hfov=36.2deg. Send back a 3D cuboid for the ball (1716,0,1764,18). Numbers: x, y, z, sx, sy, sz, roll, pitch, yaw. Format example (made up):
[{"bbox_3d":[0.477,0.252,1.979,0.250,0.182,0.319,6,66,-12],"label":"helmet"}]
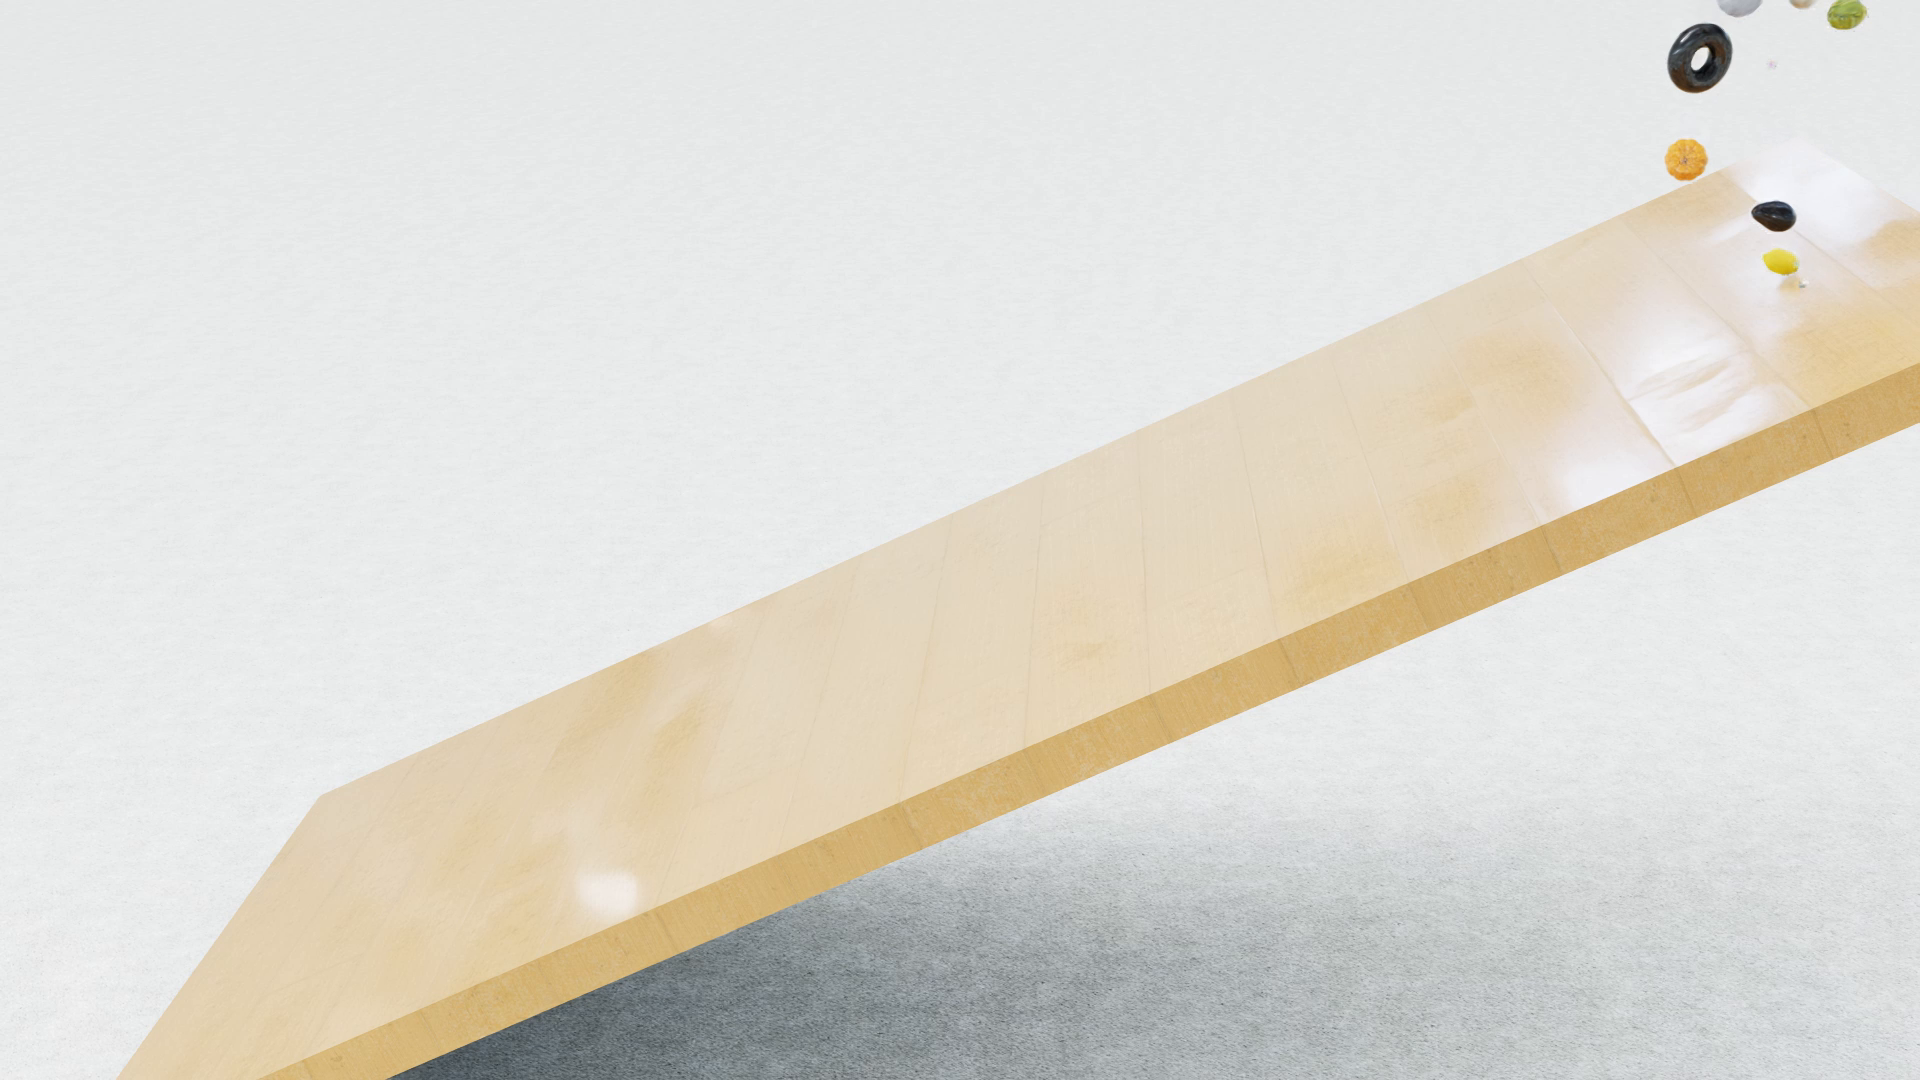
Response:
[{"bbox_3d":[1.525,-1.072,5.754,0.096,0.096,0.096,0,16,0],"label":"ball"}]

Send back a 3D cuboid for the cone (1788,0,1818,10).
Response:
[{"bbox_3d":[1.651,-1.051,5.728,0.065,0.065,0.065,1,32,4],"label":"cone"}]

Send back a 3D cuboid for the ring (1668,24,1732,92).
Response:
[{"bbox_3d":[1.454,-0.947,5.780,0.143,0.143,0.048,-6,29,-22],"label":"ring"}]

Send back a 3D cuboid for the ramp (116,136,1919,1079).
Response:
[{"bbox_3d":[0.136,0.169,6.282,4.000,0.100,2.000,-24,13,9],"label":"ramp"}]
